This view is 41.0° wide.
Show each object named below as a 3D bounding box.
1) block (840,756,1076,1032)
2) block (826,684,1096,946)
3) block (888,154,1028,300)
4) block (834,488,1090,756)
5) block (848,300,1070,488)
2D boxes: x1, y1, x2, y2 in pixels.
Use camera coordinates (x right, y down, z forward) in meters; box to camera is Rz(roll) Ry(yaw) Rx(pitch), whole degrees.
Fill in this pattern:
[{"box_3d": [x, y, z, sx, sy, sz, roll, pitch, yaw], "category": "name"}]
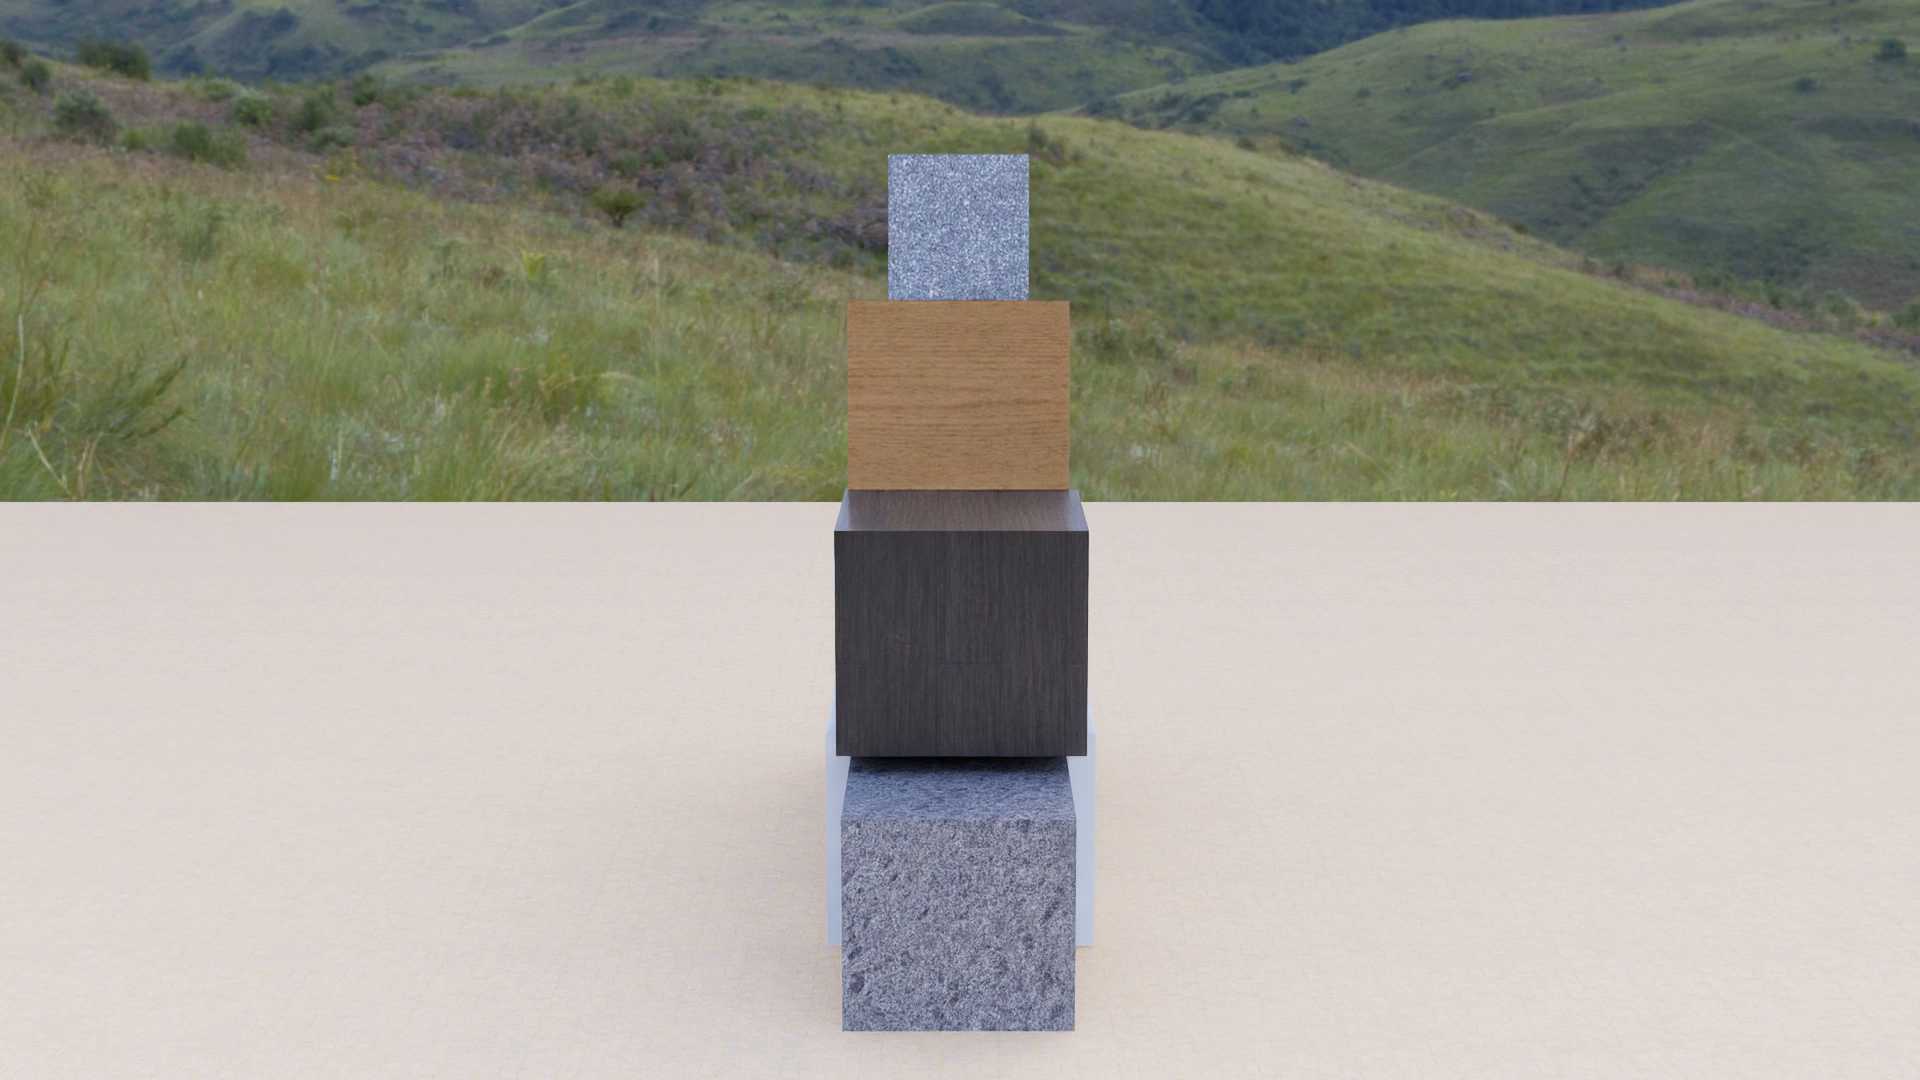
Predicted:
[{"box_3d": [-0.005, 1.341, 9.918, 0.863, 0.813, 0.940, 0, 10, 0], "category": "block"}, {"box_3d": [0.003, 1.130, 10.844, 1.088, 0.896, 0.937, 0, 10, 0], "category": "block"}, {"box_3d": [-0.006, -1.322, 11.021, 0.587, 0.607, 0.593, 0, 3, 0], "category": "block"}, {"box_3d": [0.006, 0.312, 10.362, 0.973, 0.888, 1.010, 0, 10, 0], "category": "block"}, {"box_3d": [-0.006, -0.630, 11.116, 0.925, 0.783, 0.808, 0, 4, 0], "category": "block"}]
